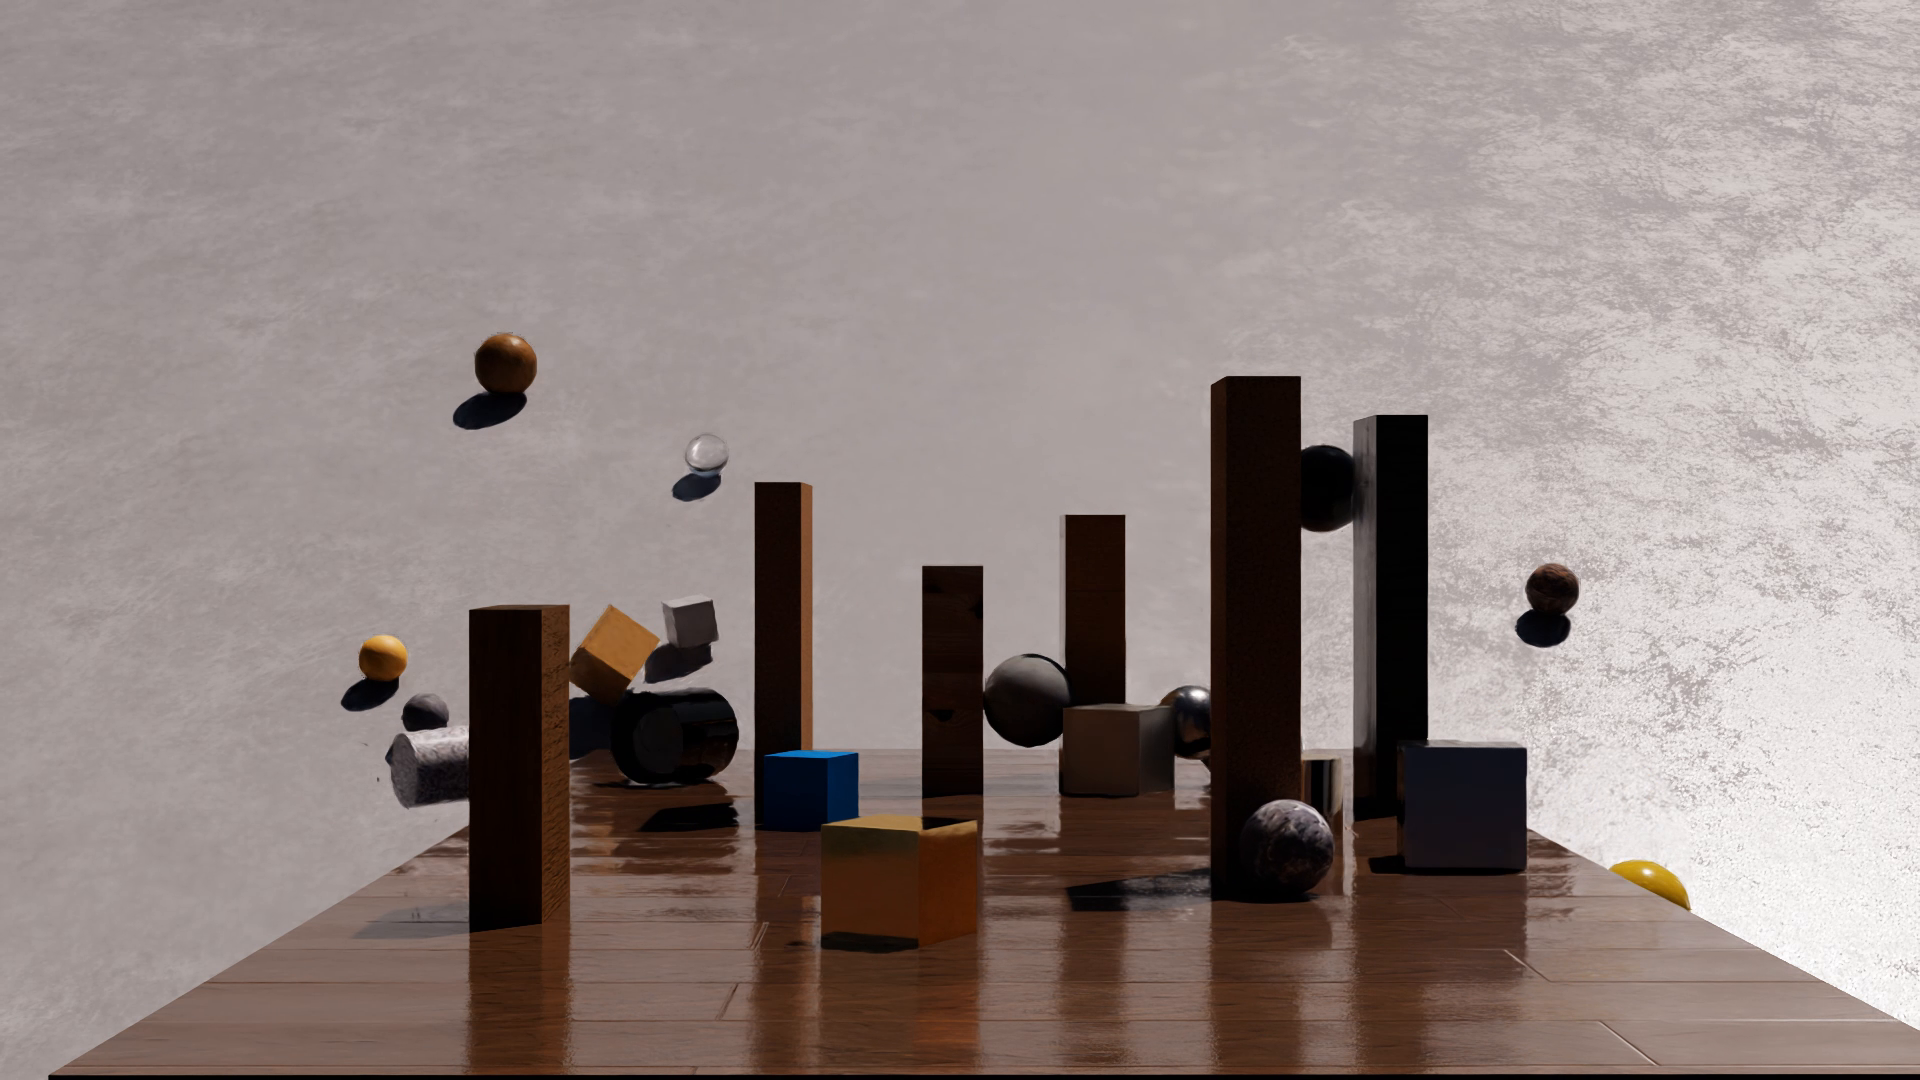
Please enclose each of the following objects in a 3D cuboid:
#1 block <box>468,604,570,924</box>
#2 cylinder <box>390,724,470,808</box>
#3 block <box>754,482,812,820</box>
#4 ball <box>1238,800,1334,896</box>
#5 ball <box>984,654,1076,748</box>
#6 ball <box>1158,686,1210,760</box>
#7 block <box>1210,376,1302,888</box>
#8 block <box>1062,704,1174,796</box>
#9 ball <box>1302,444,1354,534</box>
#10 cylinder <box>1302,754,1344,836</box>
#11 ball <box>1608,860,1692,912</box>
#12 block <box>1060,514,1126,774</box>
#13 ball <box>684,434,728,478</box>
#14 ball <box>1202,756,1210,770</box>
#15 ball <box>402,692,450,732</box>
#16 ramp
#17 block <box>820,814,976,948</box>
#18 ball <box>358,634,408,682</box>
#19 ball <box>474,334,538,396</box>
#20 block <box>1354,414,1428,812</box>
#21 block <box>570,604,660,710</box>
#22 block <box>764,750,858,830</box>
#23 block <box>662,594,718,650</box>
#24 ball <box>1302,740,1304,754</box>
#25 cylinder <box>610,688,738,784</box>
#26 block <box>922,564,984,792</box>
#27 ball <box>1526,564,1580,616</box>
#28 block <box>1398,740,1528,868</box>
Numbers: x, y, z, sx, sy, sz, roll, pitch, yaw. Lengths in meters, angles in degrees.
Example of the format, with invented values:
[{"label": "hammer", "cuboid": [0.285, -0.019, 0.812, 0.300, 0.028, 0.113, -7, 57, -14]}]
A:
[{"label": "block", "cuboid": [-0.645, 0.321, 3.801, 0.103, 0.446, 0.265, 0, 0, 0]}, {"label": "cylinder", "cuboid": [-1.098, 0.478, 5.465, 0.160, 0.160, 0.160, -5, 27, -33]}, {"label": "block", "cuboid": [-0.352, 0.214, 5.199, 0.090, 0.653, 0.395, 0, 0, 0]}, {"label": "ball", "cuboid": [0.500, 0.470, 3.961, 0.146, 0.146, 0.146, 0, 30, 0]}, {"label": "ball", "cuboid": [0.151, 0.349, 5.640, 0.203, 0.203, 0.203, 0, 30, 0]}, {"label": "ball", "cuboid": [0.511, 0.403, 5.709, 0.164, 0.164, 0.164, 0, 30, 0]}, {"label": "block", "cuboid": [0.474, 0.143, 4.160, 0.116, 0.799, 0.255, 0, 0, 0]}, {"label": "block", "cuboid": [0.341, 0.449, 5.565, 0.180, 0.180, 0.180, 0, 0, 29]}, {"label": "ball", "cuboid": [0.812, -0.114, 5.796, 0.200, 0.200, 0.200, 0, 30, 0]}, {"label": "cylinder", "cuboid": [0.635, 0.470, 4.772, 0.141, 0.141, 0.141, 0, 0, 0]}, {"label": "ball", "cuboid": [1.326, 0.725, 5.054, 0.199, 0.199, 0.199, 0, 30, 0]}, {"label": "block", "cuboid": [0.298, 0.241, 5.862, 0.133, 0.595, 0.322, 0, 0, 0]}, {"label": "ball", "cuboid": [-0.792, -0.264, 8.095, 0.137, 0.137, 0.137, 0, 30, 0]}, {"label": "ball", "cuboid": [0.606, 0.474, 5.848, 0.129, 0.129, 0.129, 0, 30, 0]}, {"label": "ball", "cuboid": [-1.410, 0.464, 6.824, 0.123, 0.123, 0.123, 0, 30, 0]}, {"label": "ramp", "cuboid": [0.066, 0.592, 4.645, 2.000, 0.100, 4.000, 0, 0, 0]}, {"label": "block", "cuboid": [-0.083, 0.466, 3.558, 0.156, 0.156, 0.156, 0, 0, 30]}, {"label": "ball", "cuboid": [-1.575, 0.324, 7.063, 0.131, 0.131, 0.131, 0, 30, 0]}, {"label": "ball", "cuboid": [-1.506, -0.579, 8.577, 0.209, 0.209, 0.209, 0, 30, 0]}, {"label": "block", "cuboid": [0.877, 0.145, 5.281, 0.103, 0.789, 0.297, 0, 0, 0]}, {"label": "block", "cuboid": [-0.938, 0.315, 6.948, 0.165, 0.165, 0.165, 35, 48, -4]}, {"label": "block", "cuboid": [-0.282, 0.474, 4.914, 0.134, 0.134, 0.134, 0, 0, 23]}, {"label": "block", "cuboid": [-0.752, 0.227, 7.216, 0.116, 0.116, 0.116, -12, 11, -19]}, {"label": "ball", "cuboid": [0.681, 0.463, 5.689, 0.152, 0.152, 0.152, 0, 30, 0]}, {"label": "cylinder", "cuboid": [-0.638, 0.436, 5.777, 0.204, 0.204, 0.204, 19, 10, 30]}, {"label": "block", "cuboid": [-0.016, 0.297, 5.714, 0.131, 0.484, 0.387, 0, 0, 0]}, {"label": "ball", "cuboid": [1.687, 0.142, 7.364, 0.152, 0.152, 0.152, 0, 30, 0]}, {"label": "block", "cuboid": [0.841, 0.441, 4.345, 0.197, 0.197, 0.197, 0, -1, 6]}]
